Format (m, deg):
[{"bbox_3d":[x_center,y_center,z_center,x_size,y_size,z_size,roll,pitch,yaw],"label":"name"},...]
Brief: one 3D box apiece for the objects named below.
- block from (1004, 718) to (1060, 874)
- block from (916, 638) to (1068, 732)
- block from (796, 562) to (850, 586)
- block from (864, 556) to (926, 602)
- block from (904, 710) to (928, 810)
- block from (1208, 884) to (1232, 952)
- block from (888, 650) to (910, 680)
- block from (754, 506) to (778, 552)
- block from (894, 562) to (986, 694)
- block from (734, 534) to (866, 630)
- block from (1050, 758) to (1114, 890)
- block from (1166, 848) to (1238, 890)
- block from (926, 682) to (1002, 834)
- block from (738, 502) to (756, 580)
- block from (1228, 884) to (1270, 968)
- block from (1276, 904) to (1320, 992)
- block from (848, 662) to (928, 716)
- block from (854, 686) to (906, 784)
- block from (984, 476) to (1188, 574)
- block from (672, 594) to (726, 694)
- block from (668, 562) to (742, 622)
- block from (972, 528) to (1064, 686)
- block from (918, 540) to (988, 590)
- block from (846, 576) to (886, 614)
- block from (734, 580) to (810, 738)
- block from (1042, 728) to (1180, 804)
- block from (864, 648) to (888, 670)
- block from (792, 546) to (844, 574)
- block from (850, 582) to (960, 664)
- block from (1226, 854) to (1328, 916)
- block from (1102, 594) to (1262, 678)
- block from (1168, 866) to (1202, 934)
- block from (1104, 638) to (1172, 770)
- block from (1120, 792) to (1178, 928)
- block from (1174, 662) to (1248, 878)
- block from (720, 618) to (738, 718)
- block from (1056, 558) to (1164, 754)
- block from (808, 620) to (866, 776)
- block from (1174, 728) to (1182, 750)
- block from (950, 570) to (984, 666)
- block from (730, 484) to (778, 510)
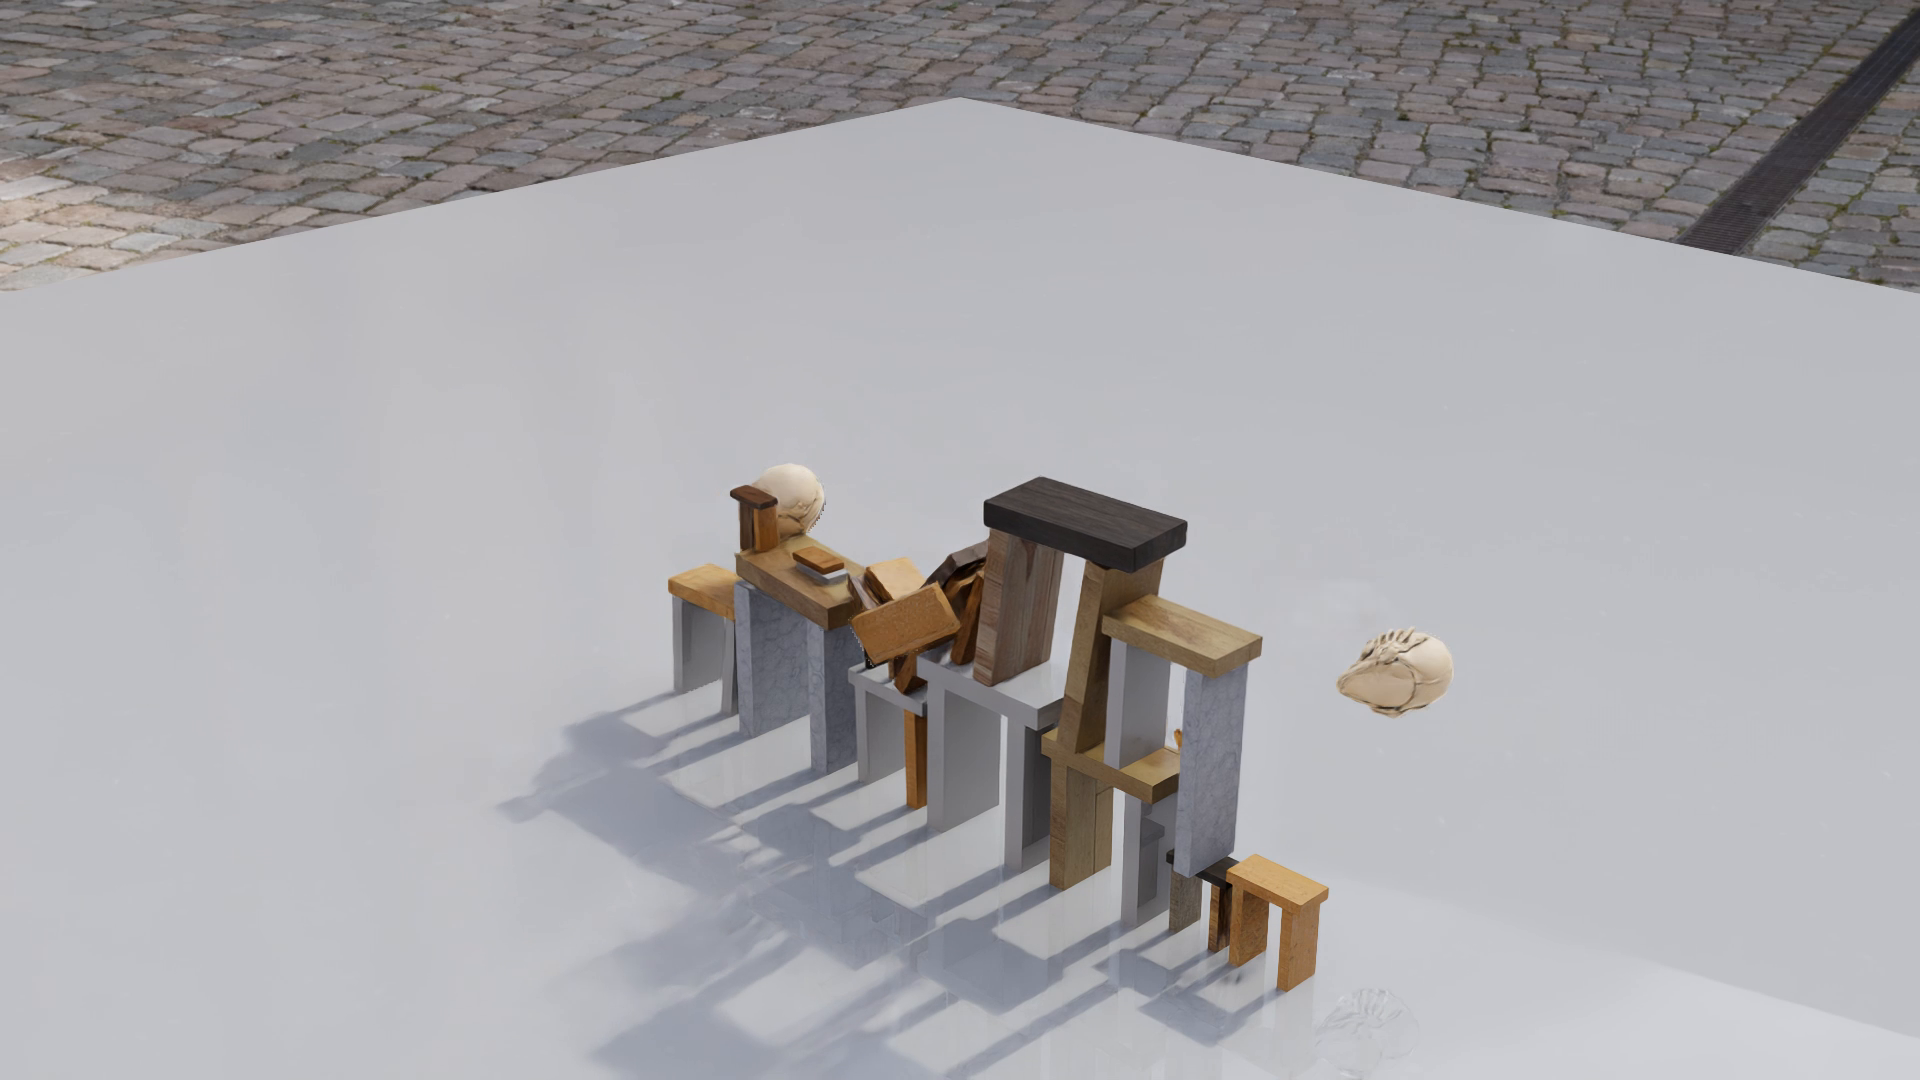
[{"bbox_3d":[0.161,0.467,4.246,0.162,0.323,0.046,-21,32,-41],"label":"block"},{"bbox_3d":[0.086,0.268,4.242,0.323,0.046,0.162,21,31,41],"label":"block"},{"bbox_3d":[-0.284,0.064,4.562,0.054,0.015,0.109,-18,29,-36],"label":"block"},{"bbox_3d":[-0.100,0.115,4.417,0.097,0.027,0.194,-13,48,-34],"label":"block"},{"bbox_3d":[-0.061,0.428,4.472,0.109,0.218,0.031,-21,30,-41],"label":"block"},{"bbox_3d":[0.483,0.674,3.994,0.020,0.139,0.069,21,31,41],"label":"block"},{"bbox_3d":[-0.124,0.224,4.453,0.015,0.108,0.054,15,30,36],"label":"block"},{"bbox_3d":[-0.412,-0.028,4.667,0.050,0.100,0.014,-24,33,-38],"label":"block"},{"bbox_3d":[-0.028,0.173,4.324,0.107,0.334,0.030,-21,61,-41],"label":"block"},{"bbox_3d":[-0.302,0.085,4.596,0.176,0.050,0.352,-16,28,-34],"label":"block"},{"bbox_3d":[0.233,0.519,4.190,0.039,0.272,0.136,21,31,41],"label":"block"},{"bbox_3d":[0.450,0.589,3.993,0.139,0.020,0.069,21,31,41],"label":"block"},{"bbox_3d":[0.009,0.407,4.386,0.162,0.323,0.046,-21,32,-41],"label":"block"},{"bbox_3d":[-0.445,0.017,4.715,0.050,0.226,0.014,-5,19,-12],"label":"block"},{"bbox_3d":[0.521,0.679,3.953,0.023,0.163,0.081,21,31,41],"label":"block"},{"bbox_3d":[0.598,0.709,3.882,0.023,0.163,0.081,21,31,41],"label":"block"},{"bbox_3d":[-0.114,0.293,4.472,0.218,0.031,0.109,21,31,41],"label":"block"},{"bbox_3d":[-0.164,0.388,4.567,0.109,0.218,0.031,-21,30,-41],"label":"block"},{"bbox_3d":[0.224,-0.031,3.965,0.334,0.047,0.167,19,29,37],"label":"block"},{"bbox_3d":[-0.586,0.215,4.944,0.121,0.241,0.034,-20,34,-39],"label":"block"},{"bbox_3d":[-0.517,0.115,4.822,0.241,0.034,0.121,20,31,40],"label":"block"},{"bbox_3d":[0.115,0.100,4.147,0.167,0.334,0.047,-21,39,-41],"label":"block"},{"bbox_3d":[-0.024,0.081,4.278,0.107,0.213,0.030,-21,71,-42],"label":"block"},{"bbox_3d":[-0.145,0.144,4.407,0.097,0.027,0.193,-6,45,-28],"label":"block"},{"bbox_3d":[-0.399,0.235,4.756,0.176,0.352,0.050,-21,31,-41],"label":"block"},{"bbox_3d":[0.296,0.401,4.070,0.136,0.039,0.272,-21,31,-41],"label":"block"},{"bbox_3d":[-0.170,0.205,4.500,0.054,0.108,0.015,-21,30,-40],"label":"block"},{"bbox_3d":[-0.294,0.042,4.574,0.054,0.015,0.109,-18,29,-36],"label":"block"},{"bbox_3d":[-0.103,0.158,4.157,0.194,0.097,0.027,-23,11,28],"label":"block"},{"bbox_3d":[0.560,0.608,3.881,0.163,0.023,0.081,21,31,41],"label":"block"},{"bbox_3d":[0.388,0.167,3.866,0.257,0.036,0.129,21,31,40],"label":"block"},{"bbox_3d":[0.417,0.649,4.054,0.020,0.139,0.069,21,31,41],"label":"block"},{"bbox_3d":[0.324,0.277,3.982,0.129,0.257,0.036,-21,33,-40],"label":"block"},{"bbox_3d":[0.361,0.569,4.072,0.039,0.272,0.136,21,31,41],"label":"block"},{"bbox_3d":[0.445,0.394,3.901,0.036,0.409,0.129,23,32,40],"label":"block"},{"bbox_3d":[-0.463,0.262,4.832,0.121,0.241,0.034,-22,39,-41],"label":"block"},{"bbox_3d":[0.275,0.191,4.011,0.167,0.392,0.047,-21,40,-41],"label":"block"},{"bbox_3d":[-0.233,0.300,4.603,0.050,0.352,0.176,22,31,41],"label":"block"},{"bbox_3d":[0.448,0.433,4.362,0.015,0.109,0.054,-17,-21,10],"label":"block"},{"bbox_3d":[0.053,0.138,4.221,0.107,0.213,0.030,-21,51,-41],"label":"block"},{"bbox_3d":[-0.438,-0.090,4.661,0.050,0.014,0.100,-22,33,-40],"label":"block"}]
